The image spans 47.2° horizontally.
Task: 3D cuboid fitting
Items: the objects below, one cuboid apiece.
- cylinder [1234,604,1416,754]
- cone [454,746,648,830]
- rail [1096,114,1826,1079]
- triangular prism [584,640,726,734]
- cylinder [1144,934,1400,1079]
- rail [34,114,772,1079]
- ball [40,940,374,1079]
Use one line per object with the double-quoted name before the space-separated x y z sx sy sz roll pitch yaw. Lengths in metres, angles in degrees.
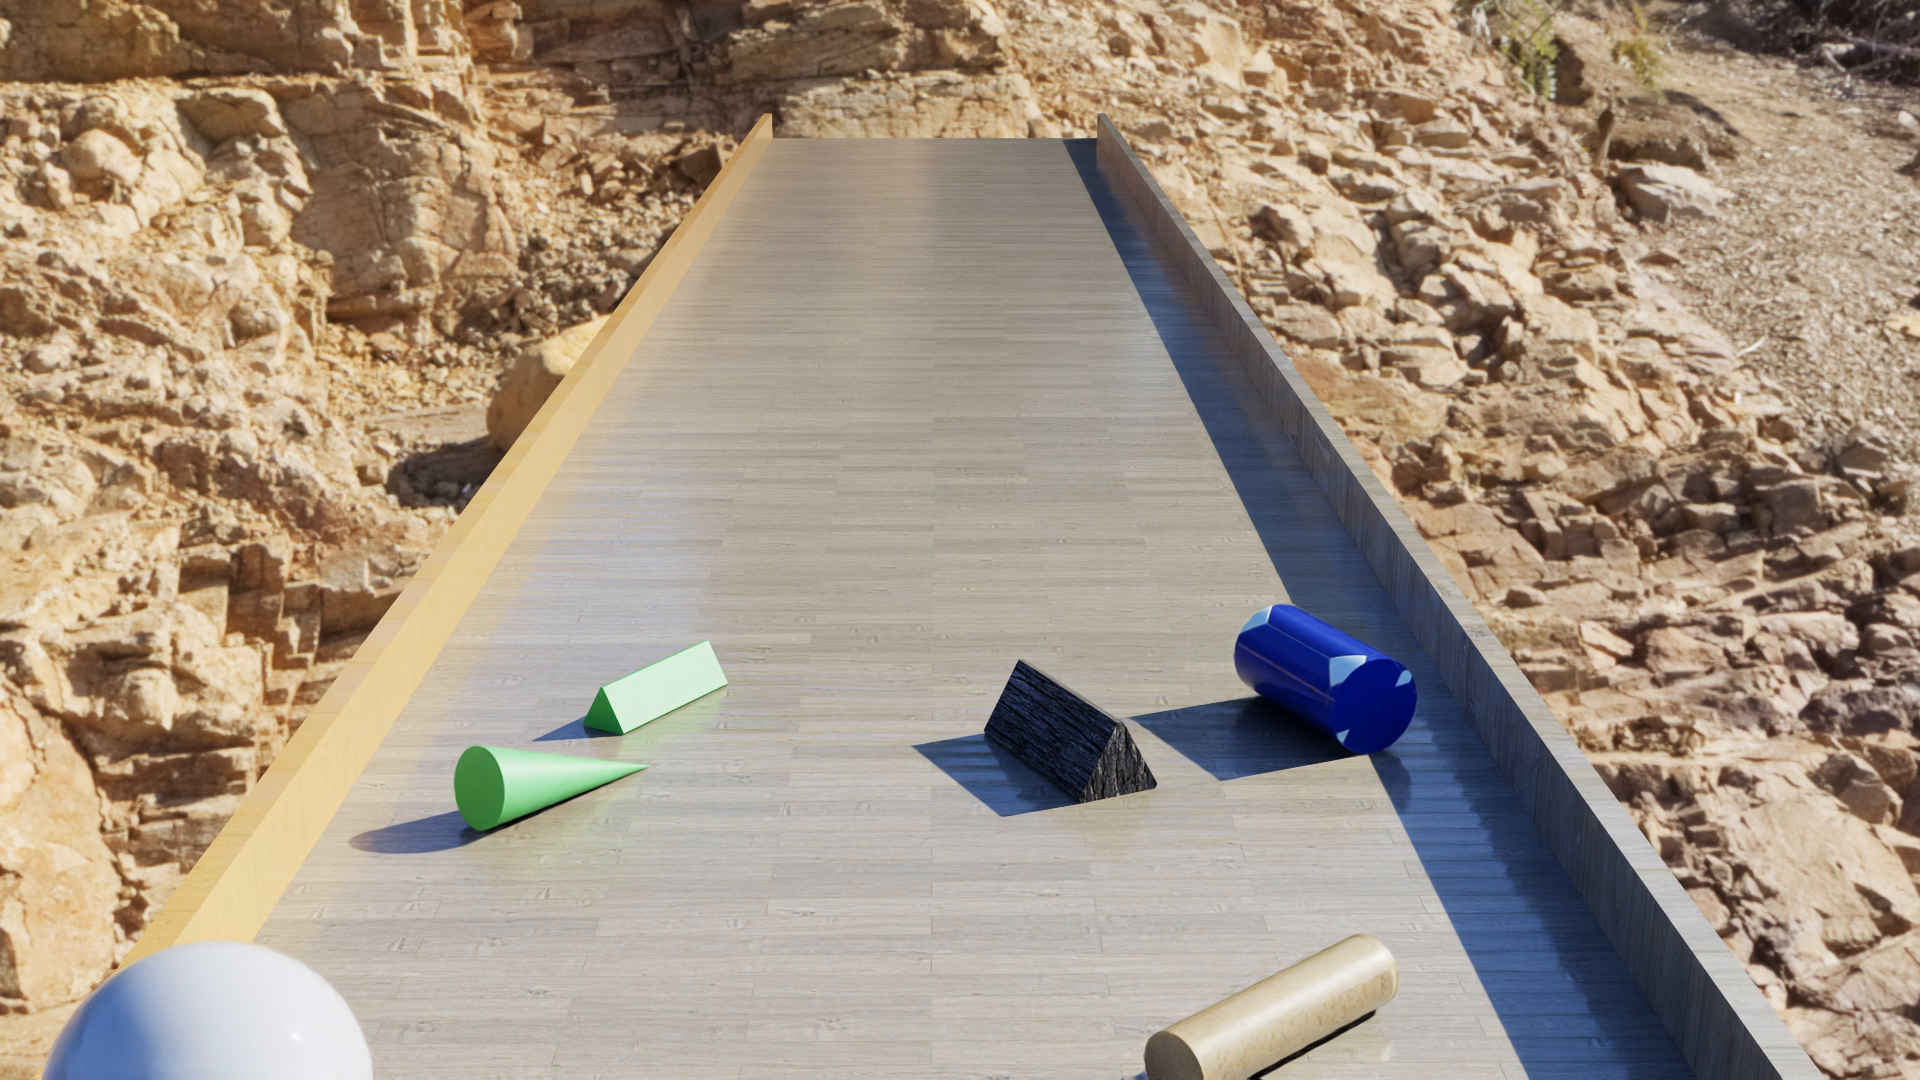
"cylinder" 0.670 0.253 4.062 0.179 0.179 0.337 -7 18 -23
"cone" -0.668 0.404 3.748 0.140 0.140 0.366 15 11 41
"rail" 0.932 -0.844 7.801 0.050 0.150 12.000 0 17 -1
"triangular prism" -0.574 0.271 4.161 0.096 0.083 0.309 10 19 30
"cylinder" 0.419 0.634 2.918 0.402 0.102 0.102 -15 22 -40
"rail" -1.118 -0.838 7.780 0.050 0.150 12.000 0 17 -1
"ball" -0.843 0.632 2.469 0.360 0.360 0.360 0 17 0
